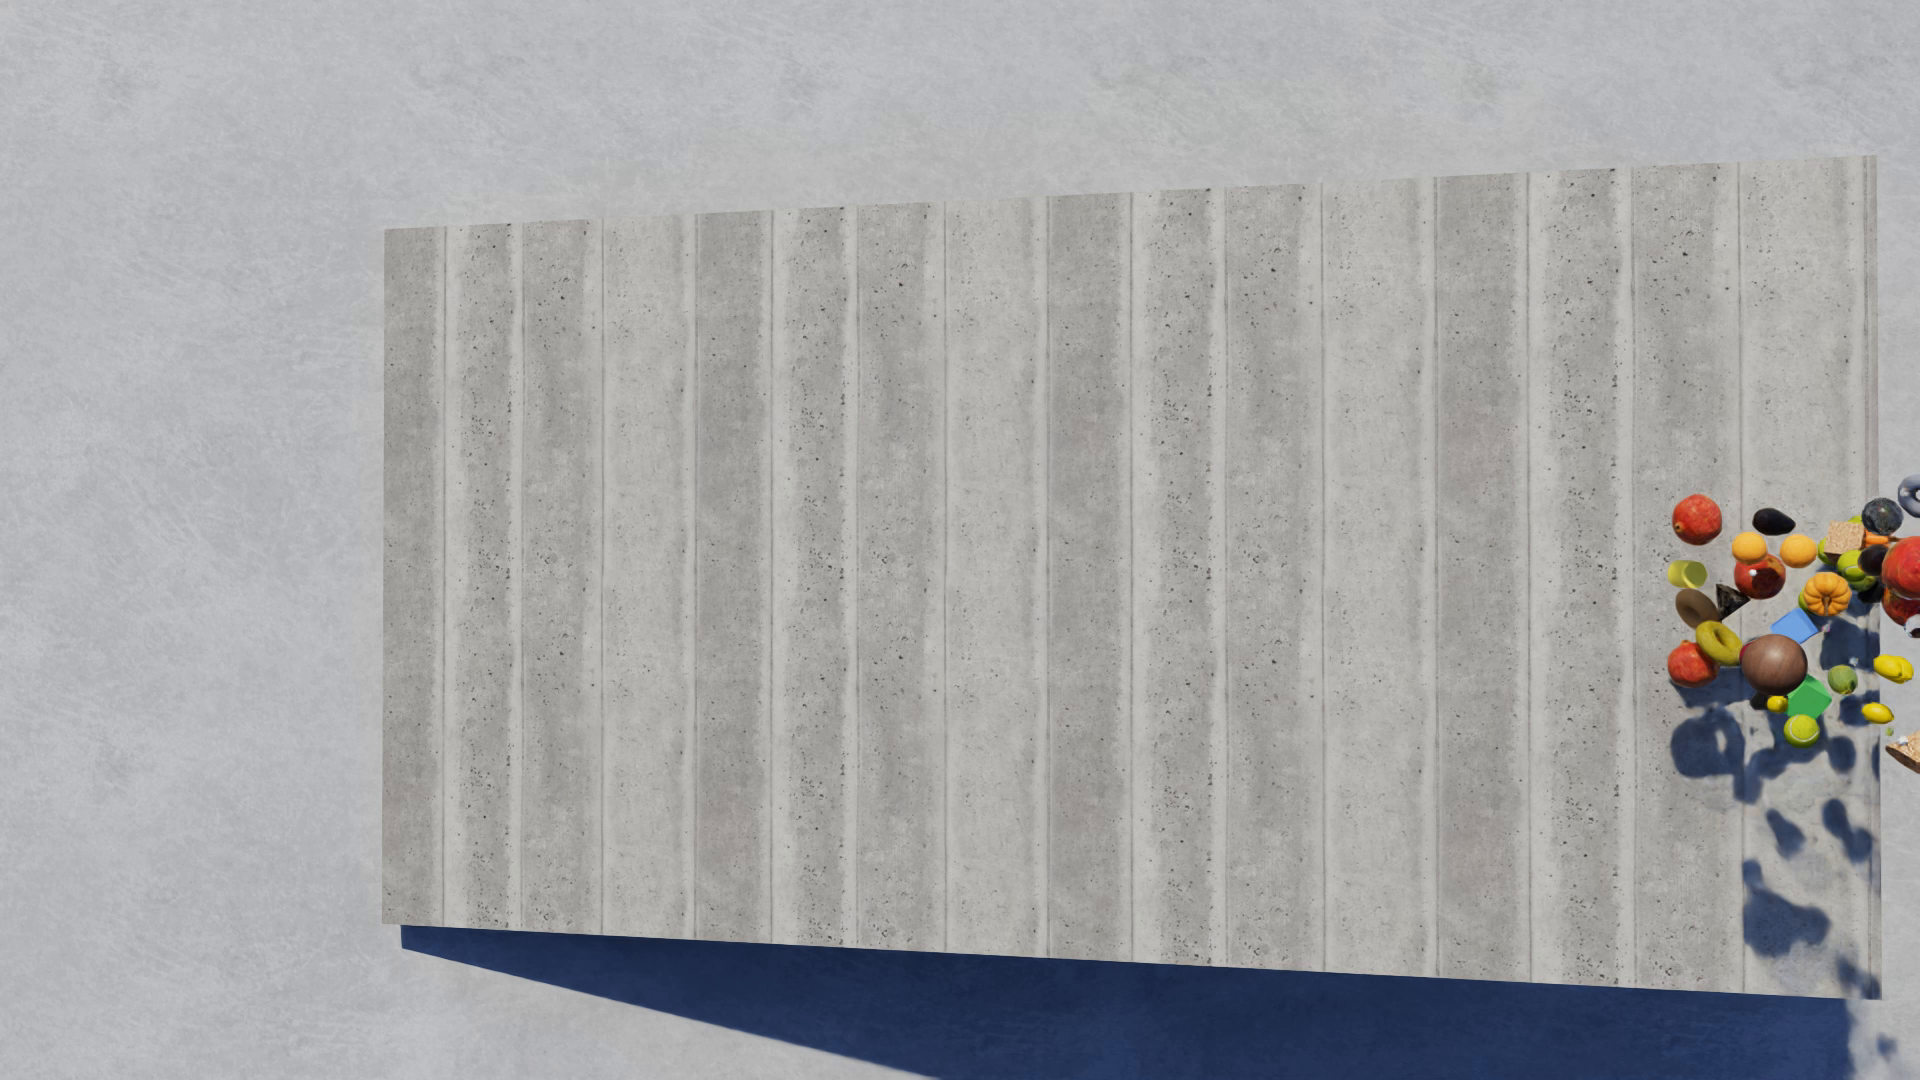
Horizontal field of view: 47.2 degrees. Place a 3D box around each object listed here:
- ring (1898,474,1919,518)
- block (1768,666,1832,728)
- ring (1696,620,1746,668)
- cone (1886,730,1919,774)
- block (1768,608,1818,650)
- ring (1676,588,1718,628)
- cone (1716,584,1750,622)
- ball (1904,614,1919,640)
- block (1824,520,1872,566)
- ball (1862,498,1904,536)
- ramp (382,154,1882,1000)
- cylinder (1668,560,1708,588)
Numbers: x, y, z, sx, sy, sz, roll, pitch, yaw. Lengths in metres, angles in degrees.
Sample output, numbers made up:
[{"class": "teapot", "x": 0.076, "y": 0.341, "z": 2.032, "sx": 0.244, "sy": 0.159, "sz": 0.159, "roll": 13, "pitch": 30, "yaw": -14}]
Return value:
[{"class": "ring", "x": 1.969, "y": -0.090, "z": 4.492, "sx": 0.103, "sy": 0.103, "sz": 0.034, "roll": 48, "pitch": 46, "yaw": 1}, {"class": "block", "x": 1.968, "y": 0.366, "z": 5.151, "sx": 0.087, "sy": 0.087, "sz": 0.087, "roll": 29, "pitch": 113, "yaw": -13}, {"class": "ring", "x": 1.741, "y": 0.238, "z": 5.035, "sx": 0.128, "sy": 0.128, "sz": 0.043, "roll": 33, "pitch": 127, "yaw": 0}, {"class": "cone", "x": 1.786, "y": 0.373, "z": 4.073, "sx": 0.097, "sy": 0.097, "sz": 0.097, "roll": 38, "pitch": 89, "yaw": 1}, {"class": "block", "x": 1.913, "y": 0.205, "z": 5.044, "sx": 0.069, "sy": 0.069, "sz": 0.069, "roll": -42, "pitch": 71, "yaw": 27}, {"class": "ring", "x": 1.729, "y": 0.167, "z": 5.151, "sx": 0.041, "sy": 0.124, "sz": 0.124, "roll": -37, "pitch": 89, "yaw": -5}, {"class": "cone", "x": 1.763, "y": 0.156, "z": 5.064, "sx": 0.083, "sy": 0.083, "sz": 0.083, "roll": 22, "pitch": 106, "yaw": 0}, {"class": "ball", "x": 2.036, "y": 0.184, "z": 4.673, "sx": 0.053, "sy": 0.053, "sz": 0.053, "roll": 0, "pitch": 89, "yaw": 0}, {"class": "block", "x": 2.003, "y": 0.008, "z": 4.960, "sx": 0.076, "sy": 0.076, "sz": 0.076, "roll": 8, "pitch": 75, "yaw": 37}, {"class": "ball", "x": 1.843, "y": -0.046, "z": 4.395, "sx": 0.077, "sy": 0.077, "sz": 0.077, "roll": 0, "pitch": 89, "yaw": 0}, {"class": "ramp", "x": 0.271, "y": 0.095, "z": 5.816, "sx": 4.000, "sy": 0.100, "sz": 2.000, "roll": 0, "pitch": 89, "yaw": 16}, {"class": "cylinder", "x": 1.663, "y": 0.078, "z": 5.030, "sx": 0.062, "sy": 0.062, "sz": 0.062, "roll": -1, "pitch": 92, "yaw": -15}]
